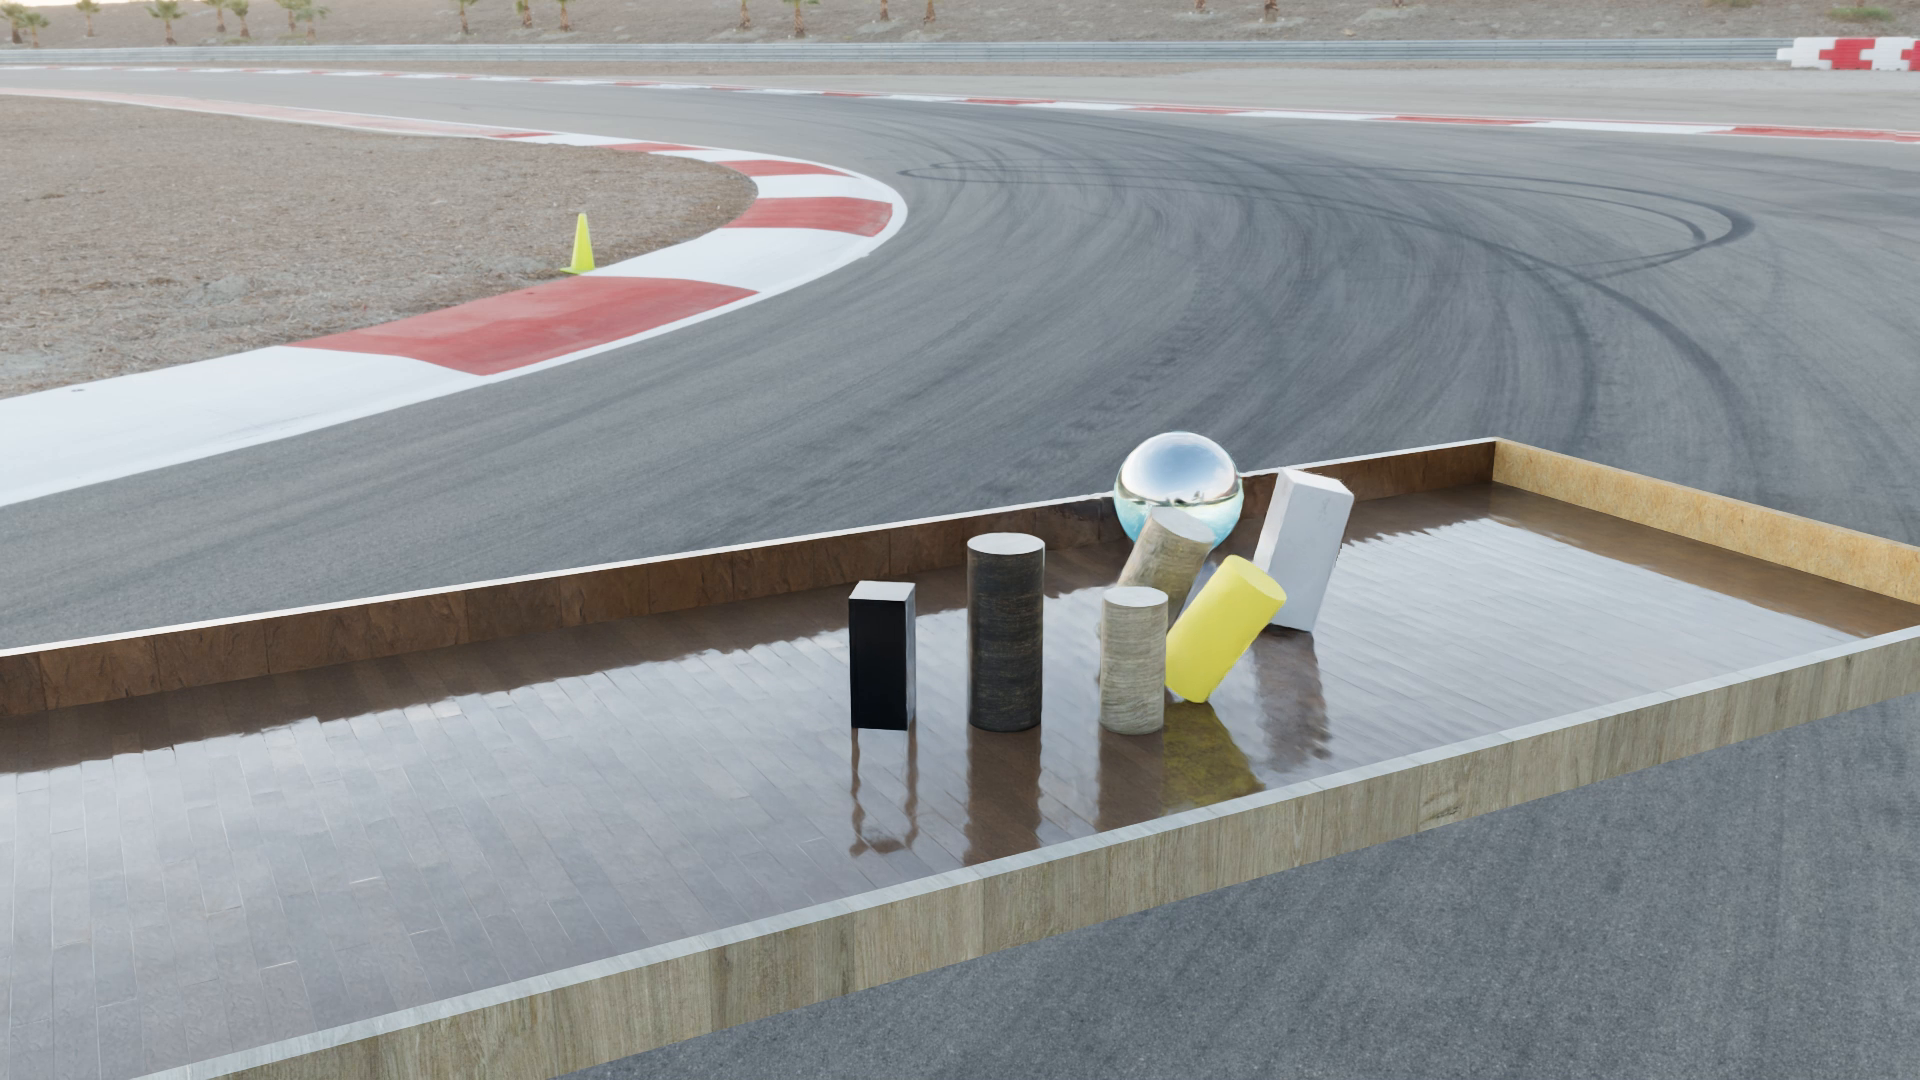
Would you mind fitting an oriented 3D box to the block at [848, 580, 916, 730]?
[{"bbox_3d":[-0.180,0.271,3.868,0.132,0.319,0.132,2,17,8],"label":"block"}]

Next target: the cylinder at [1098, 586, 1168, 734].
[{"bbox_3d":[0.404,0.280,3.849,0.152,0.313,0.152,0,16,0],"label":"cylinder"}]

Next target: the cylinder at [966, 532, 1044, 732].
[{"bbox_3d":[0.105,0.215,3.854,0.178,0.433,0.178,0,16,0],"label":"cylinder"}]

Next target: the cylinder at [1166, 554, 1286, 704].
[{"bbox_3d":[0.618,0.215,3.974,0.172,0.326,0.172,31,20,-12],"label":"cylinder"}]

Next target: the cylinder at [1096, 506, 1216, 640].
[{"bbox_3d":[0.500,0.116,4.240,0.178,0.367,0.178,19,23,-8],"label":"cylinder"}]

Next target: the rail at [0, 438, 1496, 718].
[{"bbox_3d":[-3.305,0.497,3.399,12.000,0.150,0.050,-9,18,-27],"label":"rail"}]

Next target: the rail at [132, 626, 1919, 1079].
[{"bbox_3d":[-2.336,1.006,1.665,12.000,0.150,0.050,-9,18,-27],"label":"rail"}]

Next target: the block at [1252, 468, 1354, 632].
[{"bbox_3d":[0.922,0.026,4.517,0.168,0.395,0.168,12,16,-5],"label":"block"}]

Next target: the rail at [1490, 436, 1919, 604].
[{"bbox_3d":[2.466,-0.048,5.253,0.050,0.150,2.100,-9,18,-27],"label":"rail"}]

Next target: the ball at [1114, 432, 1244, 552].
[{"bbox_3d":[0.677,-0.138,5.117,0.399,0.399,0.399,0,16,0],"label":"ball"}]
